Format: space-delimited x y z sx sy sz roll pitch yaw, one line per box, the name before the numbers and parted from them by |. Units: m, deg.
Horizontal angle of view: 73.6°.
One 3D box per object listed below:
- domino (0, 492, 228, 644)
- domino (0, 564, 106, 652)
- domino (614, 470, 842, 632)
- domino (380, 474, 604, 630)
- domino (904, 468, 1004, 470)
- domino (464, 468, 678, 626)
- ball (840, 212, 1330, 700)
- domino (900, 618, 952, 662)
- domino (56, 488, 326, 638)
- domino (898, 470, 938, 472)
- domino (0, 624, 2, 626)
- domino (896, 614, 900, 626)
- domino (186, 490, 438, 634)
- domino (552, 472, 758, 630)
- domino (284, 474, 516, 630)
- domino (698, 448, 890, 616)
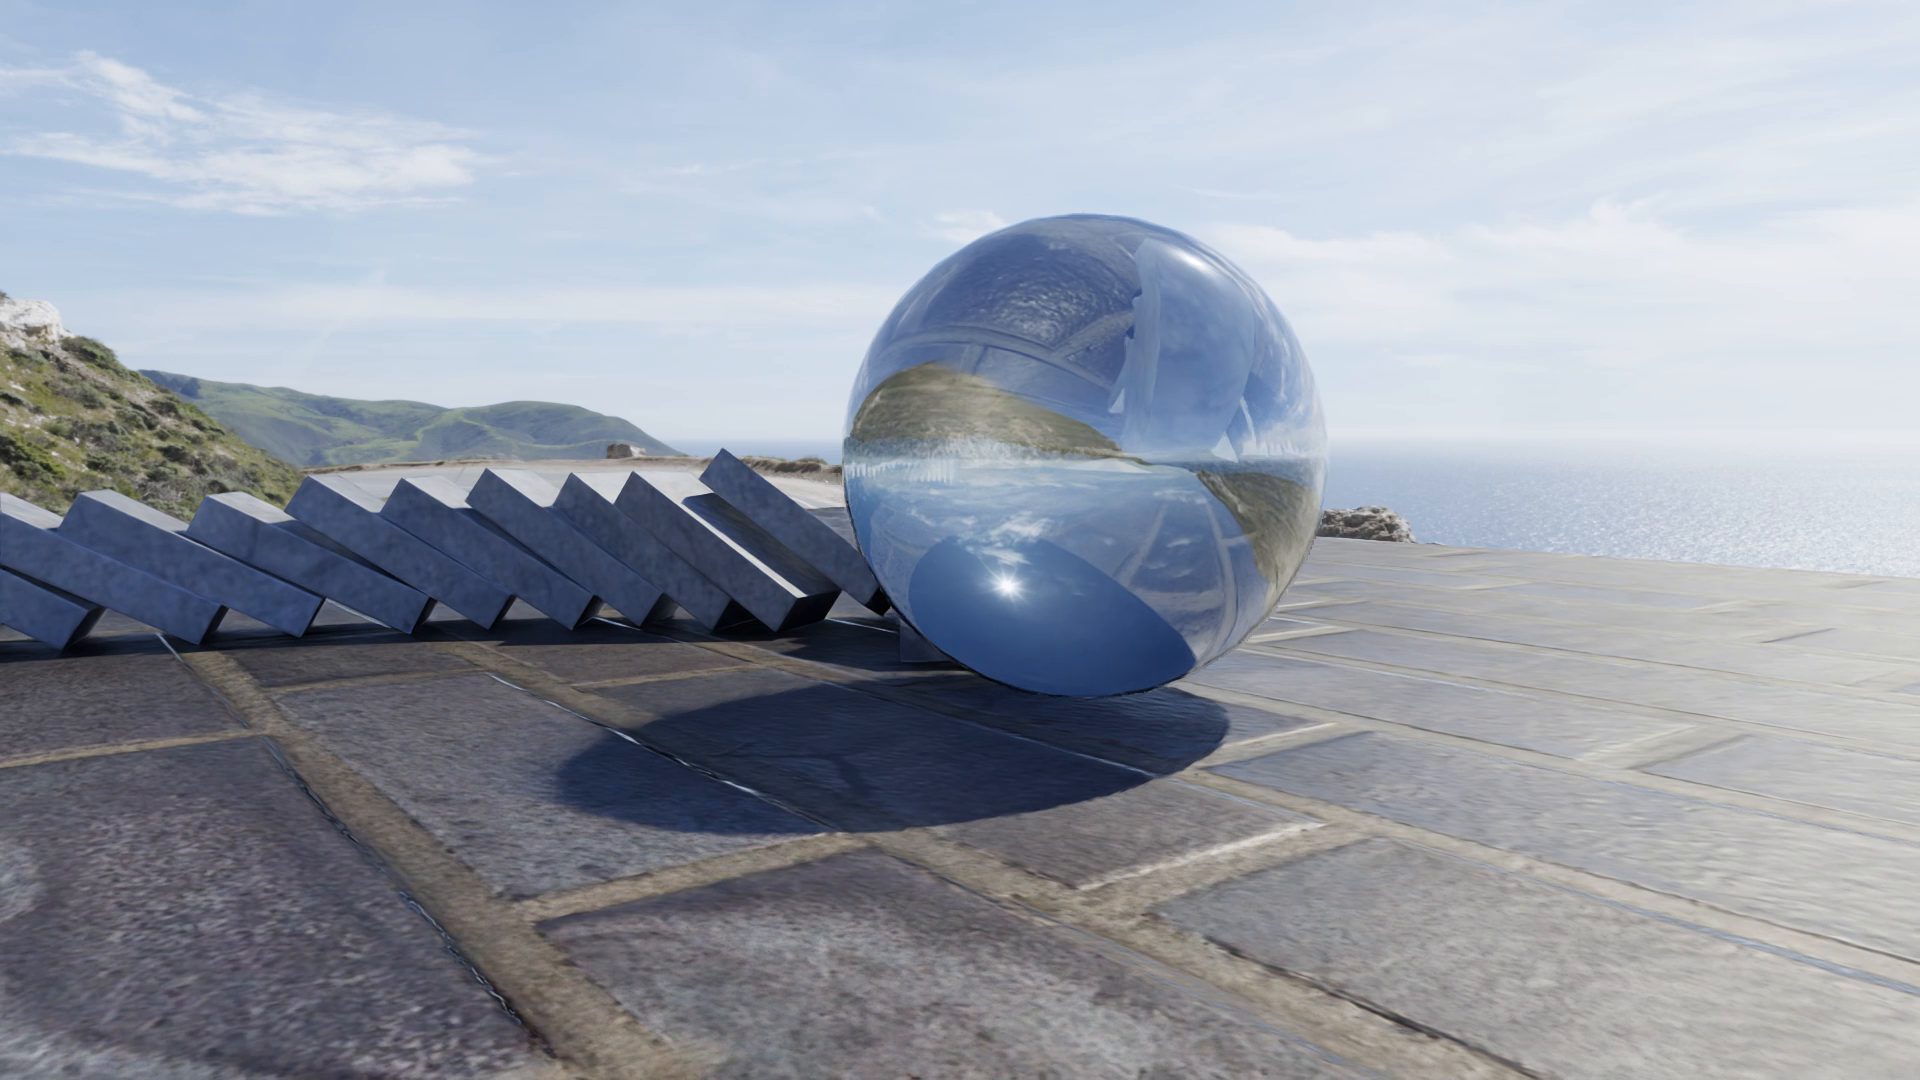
domino | -0.184 0.006 0.274 0.050 0.009 0.025 29 -7 -21
domino | -0.206 0.005 0.265 0.050 0.010 0.025 33 -10 -22
domino | -0.054 0.002 0.301 0.050 0.009 0.025 36 13 14
domino | -0.108 0.002 0.303 0.050 0.010 0.025 32 2 -5
domino | -0.001 0.002 0.300 0.025 0.009 0.050 0 39 -3
domino | -0.090 0.001 0.306 0.050 0.010 0.025 35 5 2
ball | 0.020 -0.014 0.214 0.080 0.080 0.080 0 4 0
domino | 0.000 0.004 0.267 0.025 0.010 0.050 -1 39 -4
domino | -0.166 0.005 0.282 0.050 0.009 0.025 29 -7 -21
domino | -0.001 0.003 0.284 0.025 0.009 0.050 0 39 -3
domino | -0.222 0.006 0.258 0.050 0.009 0.025 33 -10 -22
domino | 0.000 0.014 0.324 0.025 0.010 0.050 0 4 5
domino | -0.145 0.005 0.293 0.050 0.009 0.025 27 -2 -14
domino | -0.070 0.002 0.306 0.050 0.010 0.025 36 13 12
domino | -0.127 0.002 0.298 0.050 0.009 0.025 33 -4 -12
domino | -0.037 -0.001 0.308 0.050 0.010 0.025 36 -4 10
